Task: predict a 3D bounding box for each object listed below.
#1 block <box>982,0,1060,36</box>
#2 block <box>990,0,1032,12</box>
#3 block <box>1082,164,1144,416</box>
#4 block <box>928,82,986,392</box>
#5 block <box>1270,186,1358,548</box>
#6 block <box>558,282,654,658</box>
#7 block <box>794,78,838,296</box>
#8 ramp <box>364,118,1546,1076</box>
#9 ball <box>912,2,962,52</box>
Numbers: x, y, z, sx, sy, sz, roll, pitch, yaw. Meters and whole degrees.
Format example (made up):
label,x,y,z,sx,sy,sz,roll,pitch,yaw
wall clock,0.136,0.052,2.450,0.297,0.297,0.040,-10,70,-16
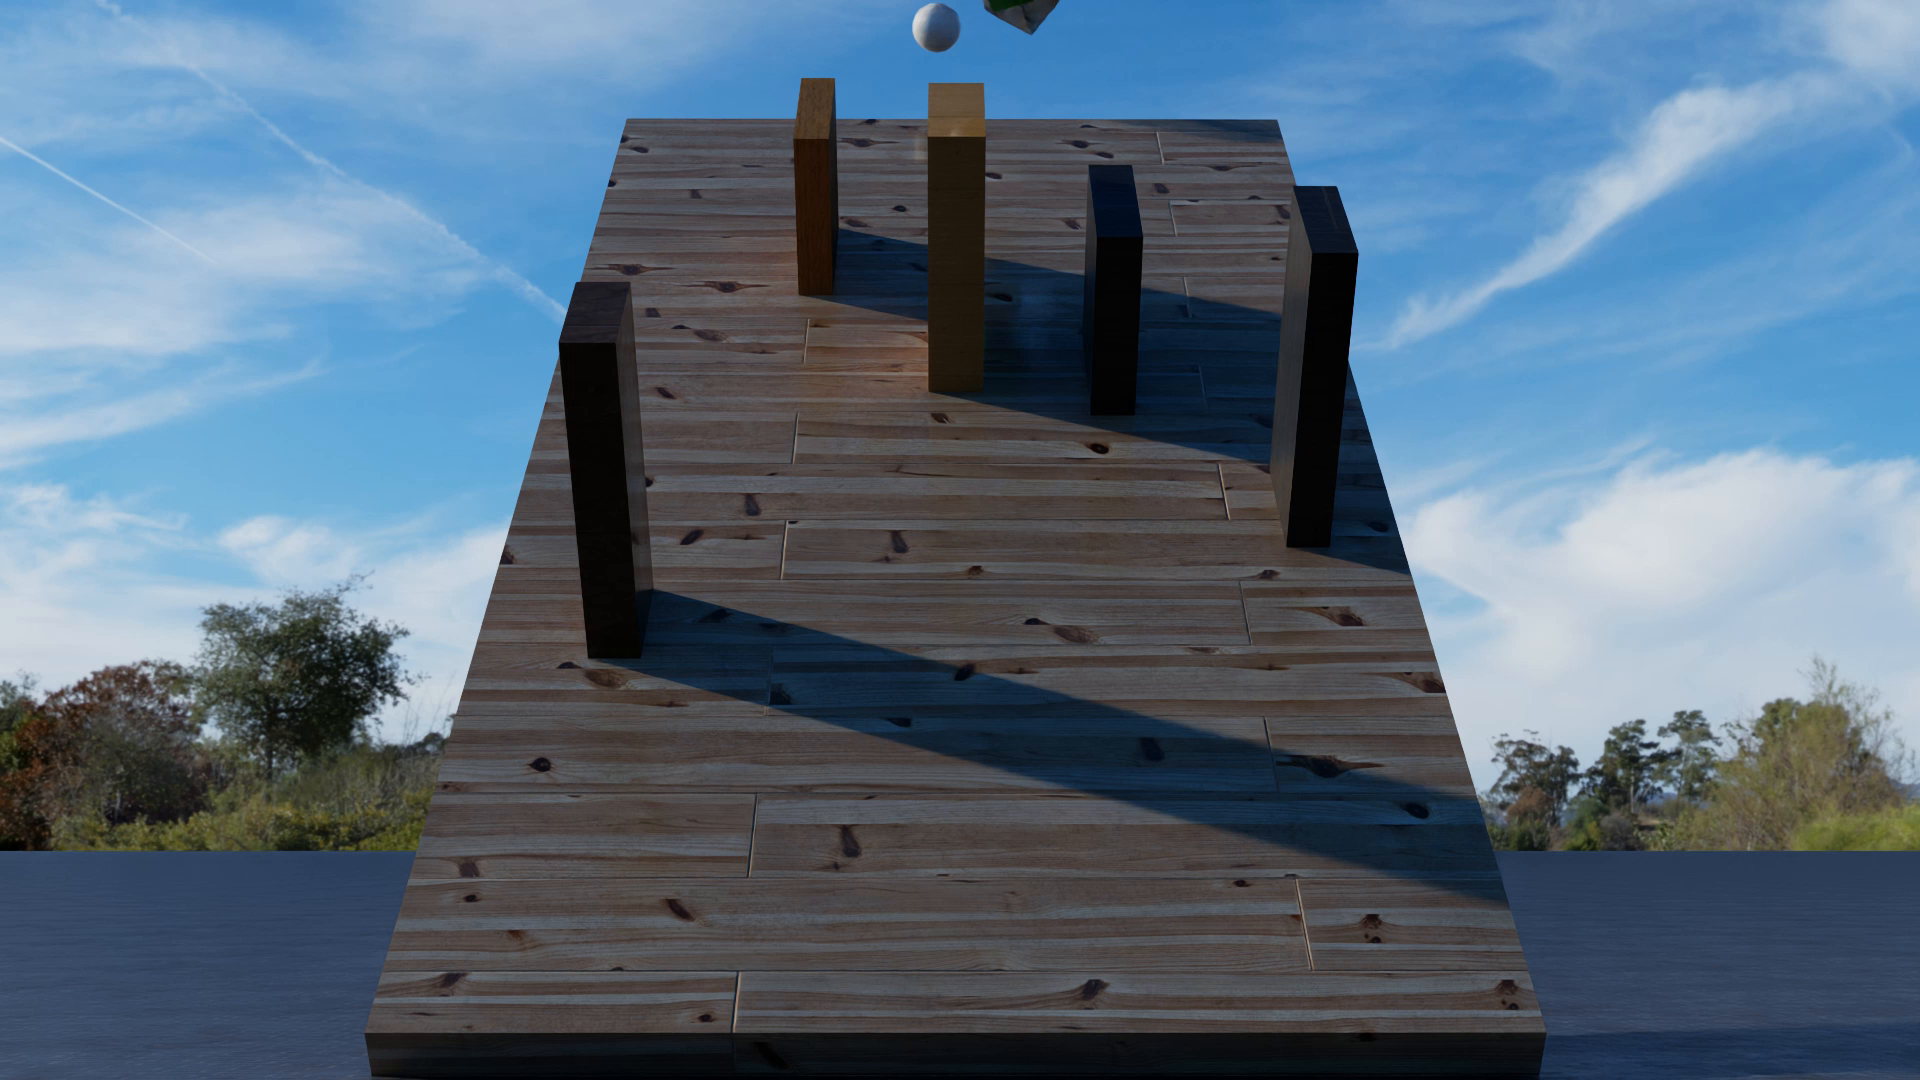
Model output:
label,x,y,z,sx,sy,sz,roll,pitch,yaw
block,0.173,-1.596,7.034,0.171,0.171,0.171,34,-11,25
block,0.130,-1.589,6.873,0.131,0.131,0.131,-15,-26,8
block,0.371,-0.615,6.002,0.108,0.475,0.417,0,32,0
block,-0.010,-0.741,6.012,0.135,0.675,0.334,0,32,0
block,0.775,-0.379,5.398,0.096,0.720,0.339,0,32,0
block,-0.715,-0.136,4.987,0.109,0.735,0.263,0,32,0
block,-0.383,-0.950,6.558,0.091,0.444,0.418,0,32,0
ramp,-0.015,-0.188,5.860,2.000,0.100,4.000,0,32,0
ball,-0.073,-1.608,7.677,0.154,0.154,0.154,0,-7,0
